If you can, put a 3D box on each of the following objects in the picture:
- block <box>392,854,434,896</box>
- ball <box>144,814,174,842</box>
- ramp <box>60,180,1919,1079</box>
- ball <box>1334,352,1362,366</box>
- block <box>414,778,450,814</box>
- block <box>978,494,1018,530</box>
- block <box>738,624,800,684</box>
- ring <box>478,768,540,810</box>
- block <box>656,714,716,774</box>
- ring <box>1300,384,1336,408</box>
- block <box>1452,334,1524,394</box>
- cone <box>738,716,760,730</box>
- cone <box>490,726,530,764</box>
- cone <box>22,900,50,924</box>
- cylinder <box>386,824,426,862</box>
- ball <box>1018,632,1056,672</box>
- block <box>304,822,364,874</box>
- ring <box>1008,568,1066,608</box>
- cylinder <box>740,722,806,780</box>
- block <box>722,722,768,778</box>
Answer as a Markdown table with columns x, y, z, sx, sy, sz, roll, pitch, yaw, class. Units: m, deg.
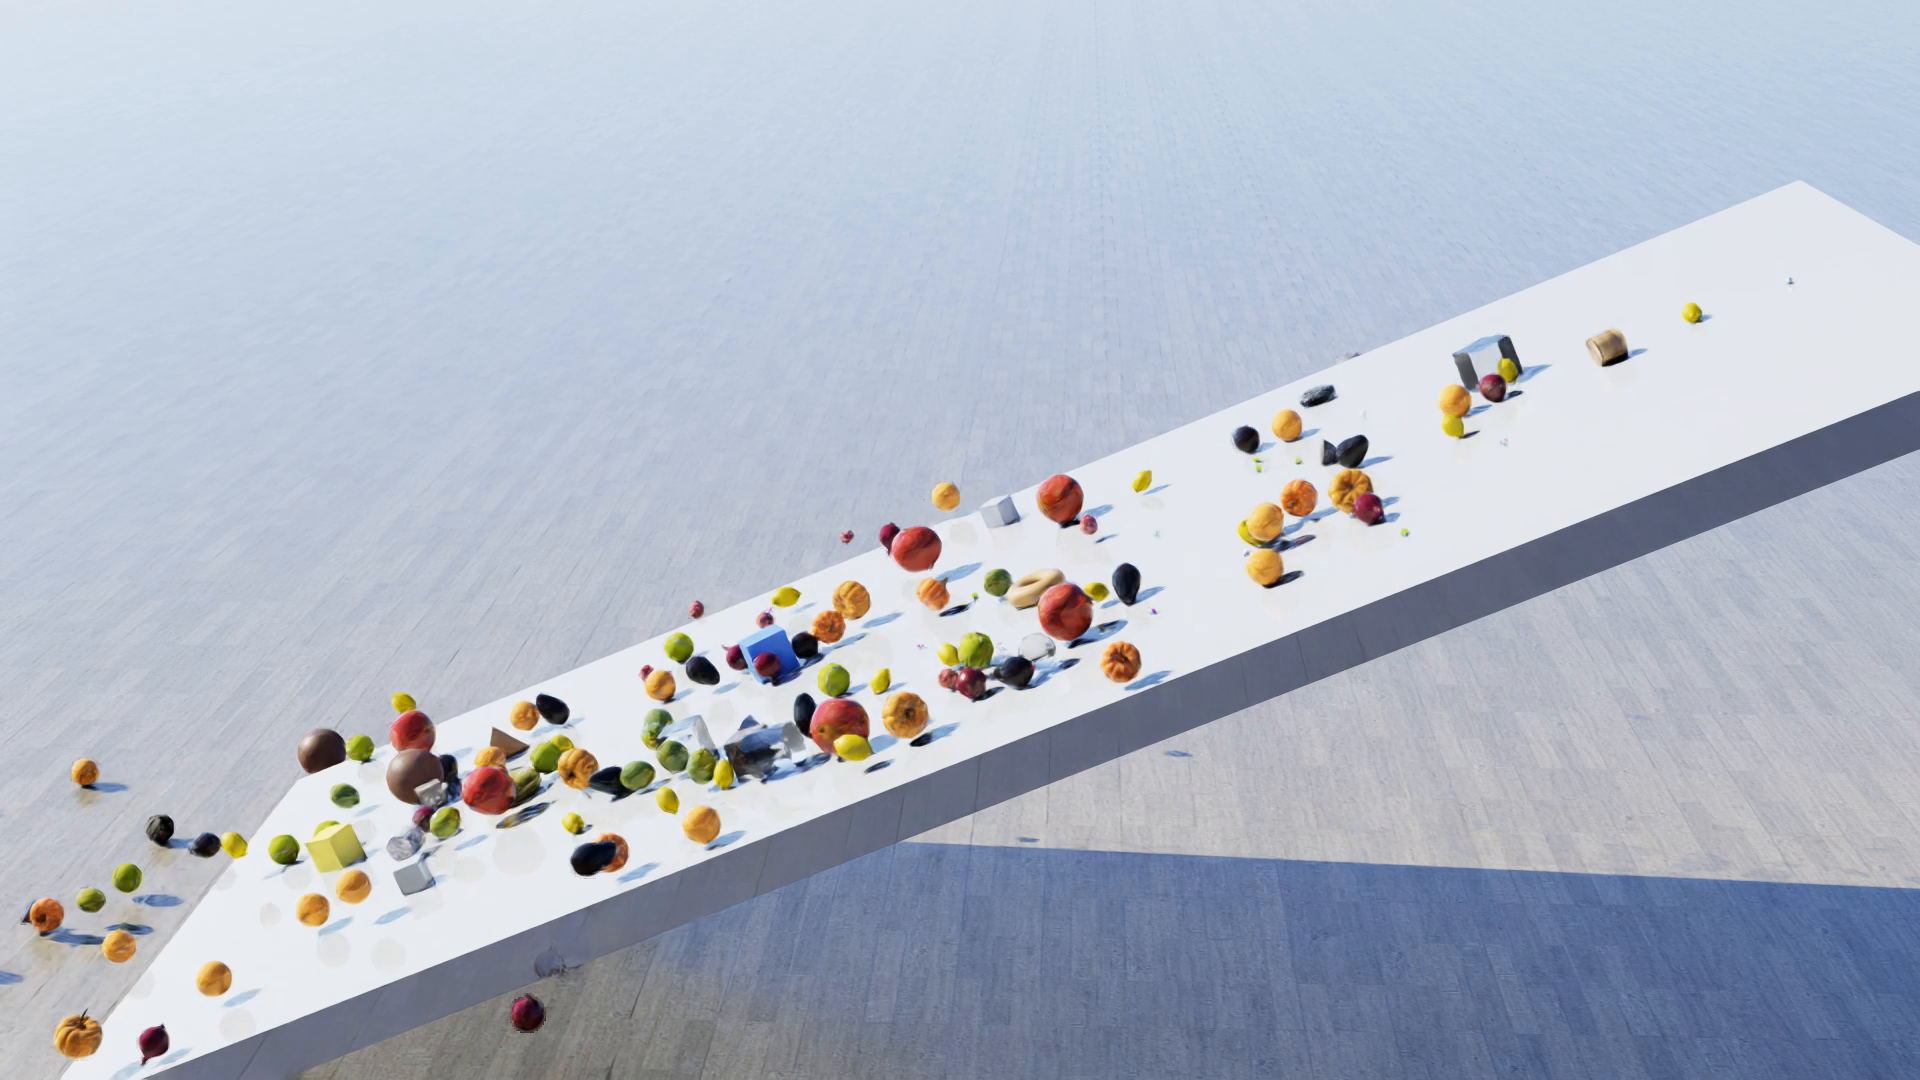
| x | y | z | sx | sy | sz | roll | pitch | yaw | class |
| --- | --- | --- | --- | --- | --- | --- | --- | --- | --- |
| -1.122 | 0.686 | 6.030 | 0.057 | 0.057 | 0.057 | -22 | 12 | 5 | block |
| -1.995 | 0.718 | 7.331 | 0.071 | 0.071 | 0.071 | 0 | 14 | 0 | ball |
| 0.127 | 0.172 | 6.287 | 4.000 | 0.100 | 2.000 | -22 | 12 | 8 | ramp |
| 0.969 | -0.423 | 7.291 | 0.087 | 0.087 | 0.087 | 0 | 14 | 0 | ball |
| -1.190 | 0.576 | 6.626 | 0.054 | 0.054 | 0.054 | -26 | 13 | -13 | block |
| 0.093 | -0.066 | 6.984 | 0.058 | 0.058 | 0.058 | -11 | 17 | 44 | block |
| -0.422 | 0.252 | 6.501 | 0.092 | 0.092 | 0.092 | -26 | 13 | -12 | block |
| -0.981 | 0.541 | 6.403 | 0.148 | 0.049 | 0.148 | -22 | 11 | 4 | ring |
| -0.565 | 0.421 | 6.074 | 0.082 | 0.082 | 0.082 | -20 | 13 | 14 | block |
| 0.831 | -0.336 | 6.839 | 0.089 | 0.030 | 0.089 | -24 | 13 | 6 | ring |
| 1.134 | -0.378 | 6.316 | 0.092 | 0.092 | 0.092 | -29 | 13 | -23 | block |
| -0.390 | 0.406 | 5.910 | 0.092 | 0.092 | 0.092 | 11 | 17 | 19 | cone |
| -1.037 | 0.476 | 6.800 | 0.091 | 0.091 | 0.091 | 3 | 14 | -6 | cone |
| -2.138 | 0.868 | 6.763 | 0.061 | 0.061 | 0.061 | 6 | 18 | 21 | cone |
| -1.182 | 0.647 | 6.277 | 0.062 | 0.062 | 0.062 | 4 | 21 | 15 | cylinder |
| 0.148 | 0.215 | 5.640 | 0.073 | 0.073 | 0.073 | 0 | 14 | 0 | ball |
| -1.378 | 0.679 | 6.482 | 0.077 | 0.077 | 0.077 | -15 | 15 | 35 | block |
| 0.161 | 0.101 | 6.190 | 0.132 | 0.044 | 0.132 | -22 | 14 | 6 | ring |
| -0.363 | 0.410 | 5.727 | 0.093 | 0.093 | 0.093 | -18 | 7 | 22 | cylinder |
| -0.414 | 0.417 | 5.840 | 0.071 | 0.071 | 0.071 | -18 | 14 | 24 | block |
